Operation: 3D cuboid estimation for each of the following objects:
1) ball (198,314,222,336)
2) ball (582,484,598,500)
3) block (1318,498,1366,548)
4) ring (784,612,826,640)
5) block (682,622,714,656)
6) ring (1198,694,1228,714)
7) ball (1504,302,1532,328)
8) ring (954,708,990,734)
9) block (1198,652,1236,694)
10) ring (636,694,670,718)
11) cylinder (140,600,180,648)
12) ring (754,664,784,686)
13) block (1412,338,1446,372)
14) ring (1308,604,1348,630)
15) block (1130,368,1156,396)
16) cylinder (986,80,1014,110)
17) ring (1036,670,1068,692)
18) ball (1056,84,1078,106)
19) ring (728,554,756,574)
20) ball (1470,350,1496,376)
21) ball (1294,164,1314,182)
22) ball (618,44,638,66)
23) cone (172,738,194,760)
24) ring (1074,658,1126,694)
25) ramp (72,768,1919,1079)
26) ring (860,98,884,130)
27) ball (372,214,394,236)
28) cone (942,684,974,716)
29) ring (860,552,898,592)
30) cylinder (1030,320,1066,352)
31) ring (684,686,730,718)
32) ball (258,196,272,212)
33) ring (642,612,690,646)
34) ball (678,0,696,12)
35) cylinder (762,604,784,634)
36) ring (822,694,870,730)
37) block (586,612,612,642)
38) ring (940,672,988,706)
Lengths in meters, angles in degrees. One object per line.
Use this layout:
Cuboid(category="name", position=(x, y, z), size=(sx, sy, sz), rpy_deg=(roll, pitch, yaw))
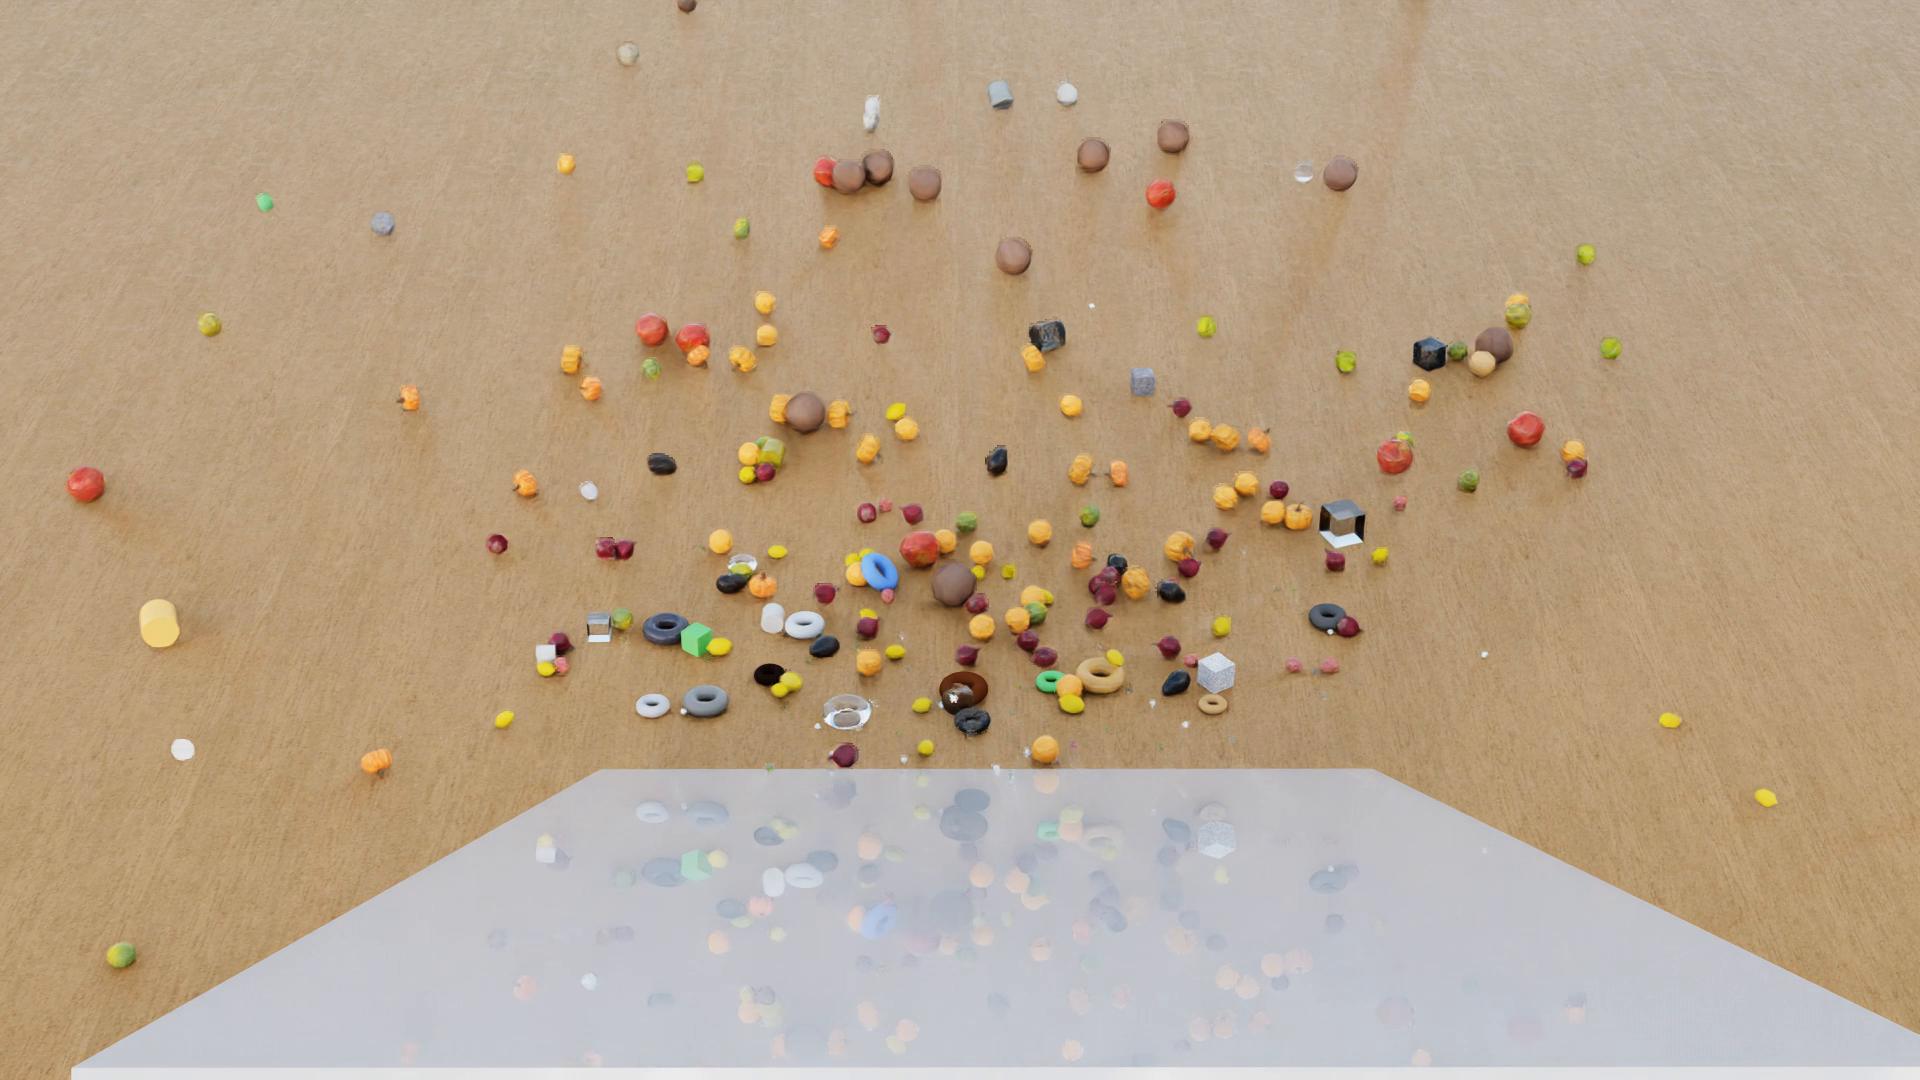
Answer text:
Cuboid(category="ball", position=(-2.594, -0.743, 8.959), size=(0.080, 0.080, 0.080), rpy_deg=(0, 32, 0))
Cuboid(category="ball", position=(-1.146, -0.149, 8.023), size=(0.052, 0.052, 0.052), rpy_deg=(0, 32, 0))
Cuboid(category="block", position=(1.153, -0.050, 7.819), size=(0.098, 0.098, 0.098), rpy_deg=(-12, 34, -19))
Cuboid(category="ring", position=(-0.444, 0.243, 7.399), size=(0.117, 0.039, 0.117), rpy_deg=(-1, 31, 0))
Cuboid(category="block", position=(-0.742, 0.281, 7.316), size=(0.062, 0.062, 0.062), rpy_deg=(23, 38, 32))
Cuboid(category="ring", position=(0.691, 0.449, 7.078), size=(0.078, 0.026, 0.078), rpy_deg=(-1, 32, 1))
Cuboid(category="ball", position=(1.941, -0.782, 9.013), size=(0.090, 0.090, 0.090), rpy_deg=(0, 32, 0))
Cuboid(category="ring", position=(0.033, 0.488, 7.008), size=(0.100, 0.033, 0.100), rpy_deg=(-1, 31, 1))
Cuboid(category="block", position=(0.708, 0.368, 7.165), size=(0.072, 0.072, 0.072), rpy_deg=(-20, 37, -29))
Cuboid(category="ring", position=(-0.838, 0.452, 7.068), size=(0.093, 0.031, 0.093), rpy_deg=(-1, 30, 0))
Cuboid(category="cylinder", position=(-2.271, 0.236, 7.353), size=(0.099, 0.099, 0.099), rpy_deg=(-10, 33, -16))
Cuboid(category="ring", position=(-0.529, 0.374, 7.197), size=(0.087, 0.029, 0.087), rpy_deg=(-1, 32, 1))
Cuboid(category="block", position=(1.591, -0.629, 8.779), size=(0.076, 0.076, 0.076), rpy_deg=(-20, 37, -29))
Cuboid(category="ring", position=(1.056, 0.220, 7.439), size=(0.110, 0.037, 0.110), rpy_deg=(0, 33, 0))
Cuboid(category="block", position=(0.608, -0.527, 8.620), size=(0.067, 0.067, 0.067), rpy_deg=(-4, 32, -7))
Cuboid(category="cylinder", position=(0.165, -1.833, 10.678), size=(0.090, 0.090, 0.090), rpy_deg=(-12, 75, -19))
Cuboid(category="ring", position=(0.253, 0.392, 7.168), size=(0.087, 0.029, 0.087), rpy_deg=(-1, 32, 1))
Cuboid(category="ball", position=(0.445, -1.846, 10.738), size=(0.090, 0.090, 0.090), rpy_deg=(0, 32, 0))
Cuboid(category="ring", position=(-0.646, 0.072, 7.687), size=(0.087, 0.029, 0.087), rpy_deg=(0, 33, 0))
Cuboid(category="ball", position=(1.757, -0.593, 8.707), size=(0.089, 0.089, 0.089), rpy_deg=(0, 32, 0))
Cuboid(category="ball", position=(1.337, -1.427, 10.074), size=(0.075, 0.075, 0.075), rpy_deg=(0, 32, 0))
Cuboid(category="ball", position=(-1.425, -2.084, 11.124), size=(0.091, 0.091, 0.091), rpy_deg=(0, 32, 0))
Cuboid(category="cone", position=(-2.060, 0.554, 6.907), size=(0.060, 0.060, 0.060), rpy_deg=(3, 5, 4))
Cuboid(category="ring", position=(0.388, 0.376, 7.176), size=(0.142, 0.047, 0.142), rpy_deg=(1, 32, -1))
Cuboid(category="ramp", position=(0.070, 0.622, 4.707), size=(2.000, 0.100, 4.000), rpy_deg=(0, -1, 0))
Cuboid(category="ring", position=(-0.357, -1.724, 10.490), size=(0.047, 0.142, 0.142), rpy_deg=(30, 37, 5))
Cuboid(category="ball", position=(-2.150, -1.175, 9.655), size=(0.085, 0.085, 0.085), rpy_deg=(0, 32, 0))
Cuboid(category="cone", position=(-0.013, 0.422, 7.025), size=(0.090, 0.090, 0.090), rpy_deg=(-3, 72, 10))
Cuboid(category="ring", position=(-0.235, 0.093, 7.587), size=(0.129, 0.043, 0.129), rpy_deg=(30, 38, -27))
Cuboid(category="cylinder", position=(0.302, -0.700, 8.878), size=(0.091, 0.091, 0.091), rpy_deg=(-15, 35, -23))
Cuboid(category="ring", position=(-0.693, 0.440, 7.077), size=(0.126, 0.042, 0.126), rpy_deg=(0, 30, 0))
Cuboid(category="ball", position=(-2.642, -1.279, 9.850), size=(0.058, 0.058, 0.058), rpy_deg=(0, 32, 0))
Cuboid(category="ring", position=(-0.837, 0.253, 7.377), size=(0.136, 0.045, 0.136), rpy_deg=(1, 31, -1))
Cuboid(category="ball", position=(-1.231, -2.421, 11.675), size=(0.086, 0.086, 0.086), rpy_deg=(0, 32, 0))
Cuboid(category="cylinder", position=(-0.535, 0.224, 7.407), size=(0.063, 0.063, 0.063), rpy_deg=(0, 32, 0))
Cuboid(category="ring", position=(-0.308, 0.466, 7.034), size=(0.134, 0.045, 0.134), rpy_deg=(-1, 32, 1))
Cuboid(category="block", position=(-1.026, 0.247, 7.371), size=(0.061, 0.061, 0.061), rpy_deg=(0, 32, -1))
Cuboid(category="ring", position=(0.010, 0.409, 7.124), size=(0.135, 0.045, 0.135), rpy_deg=(-1, 32, 1))
